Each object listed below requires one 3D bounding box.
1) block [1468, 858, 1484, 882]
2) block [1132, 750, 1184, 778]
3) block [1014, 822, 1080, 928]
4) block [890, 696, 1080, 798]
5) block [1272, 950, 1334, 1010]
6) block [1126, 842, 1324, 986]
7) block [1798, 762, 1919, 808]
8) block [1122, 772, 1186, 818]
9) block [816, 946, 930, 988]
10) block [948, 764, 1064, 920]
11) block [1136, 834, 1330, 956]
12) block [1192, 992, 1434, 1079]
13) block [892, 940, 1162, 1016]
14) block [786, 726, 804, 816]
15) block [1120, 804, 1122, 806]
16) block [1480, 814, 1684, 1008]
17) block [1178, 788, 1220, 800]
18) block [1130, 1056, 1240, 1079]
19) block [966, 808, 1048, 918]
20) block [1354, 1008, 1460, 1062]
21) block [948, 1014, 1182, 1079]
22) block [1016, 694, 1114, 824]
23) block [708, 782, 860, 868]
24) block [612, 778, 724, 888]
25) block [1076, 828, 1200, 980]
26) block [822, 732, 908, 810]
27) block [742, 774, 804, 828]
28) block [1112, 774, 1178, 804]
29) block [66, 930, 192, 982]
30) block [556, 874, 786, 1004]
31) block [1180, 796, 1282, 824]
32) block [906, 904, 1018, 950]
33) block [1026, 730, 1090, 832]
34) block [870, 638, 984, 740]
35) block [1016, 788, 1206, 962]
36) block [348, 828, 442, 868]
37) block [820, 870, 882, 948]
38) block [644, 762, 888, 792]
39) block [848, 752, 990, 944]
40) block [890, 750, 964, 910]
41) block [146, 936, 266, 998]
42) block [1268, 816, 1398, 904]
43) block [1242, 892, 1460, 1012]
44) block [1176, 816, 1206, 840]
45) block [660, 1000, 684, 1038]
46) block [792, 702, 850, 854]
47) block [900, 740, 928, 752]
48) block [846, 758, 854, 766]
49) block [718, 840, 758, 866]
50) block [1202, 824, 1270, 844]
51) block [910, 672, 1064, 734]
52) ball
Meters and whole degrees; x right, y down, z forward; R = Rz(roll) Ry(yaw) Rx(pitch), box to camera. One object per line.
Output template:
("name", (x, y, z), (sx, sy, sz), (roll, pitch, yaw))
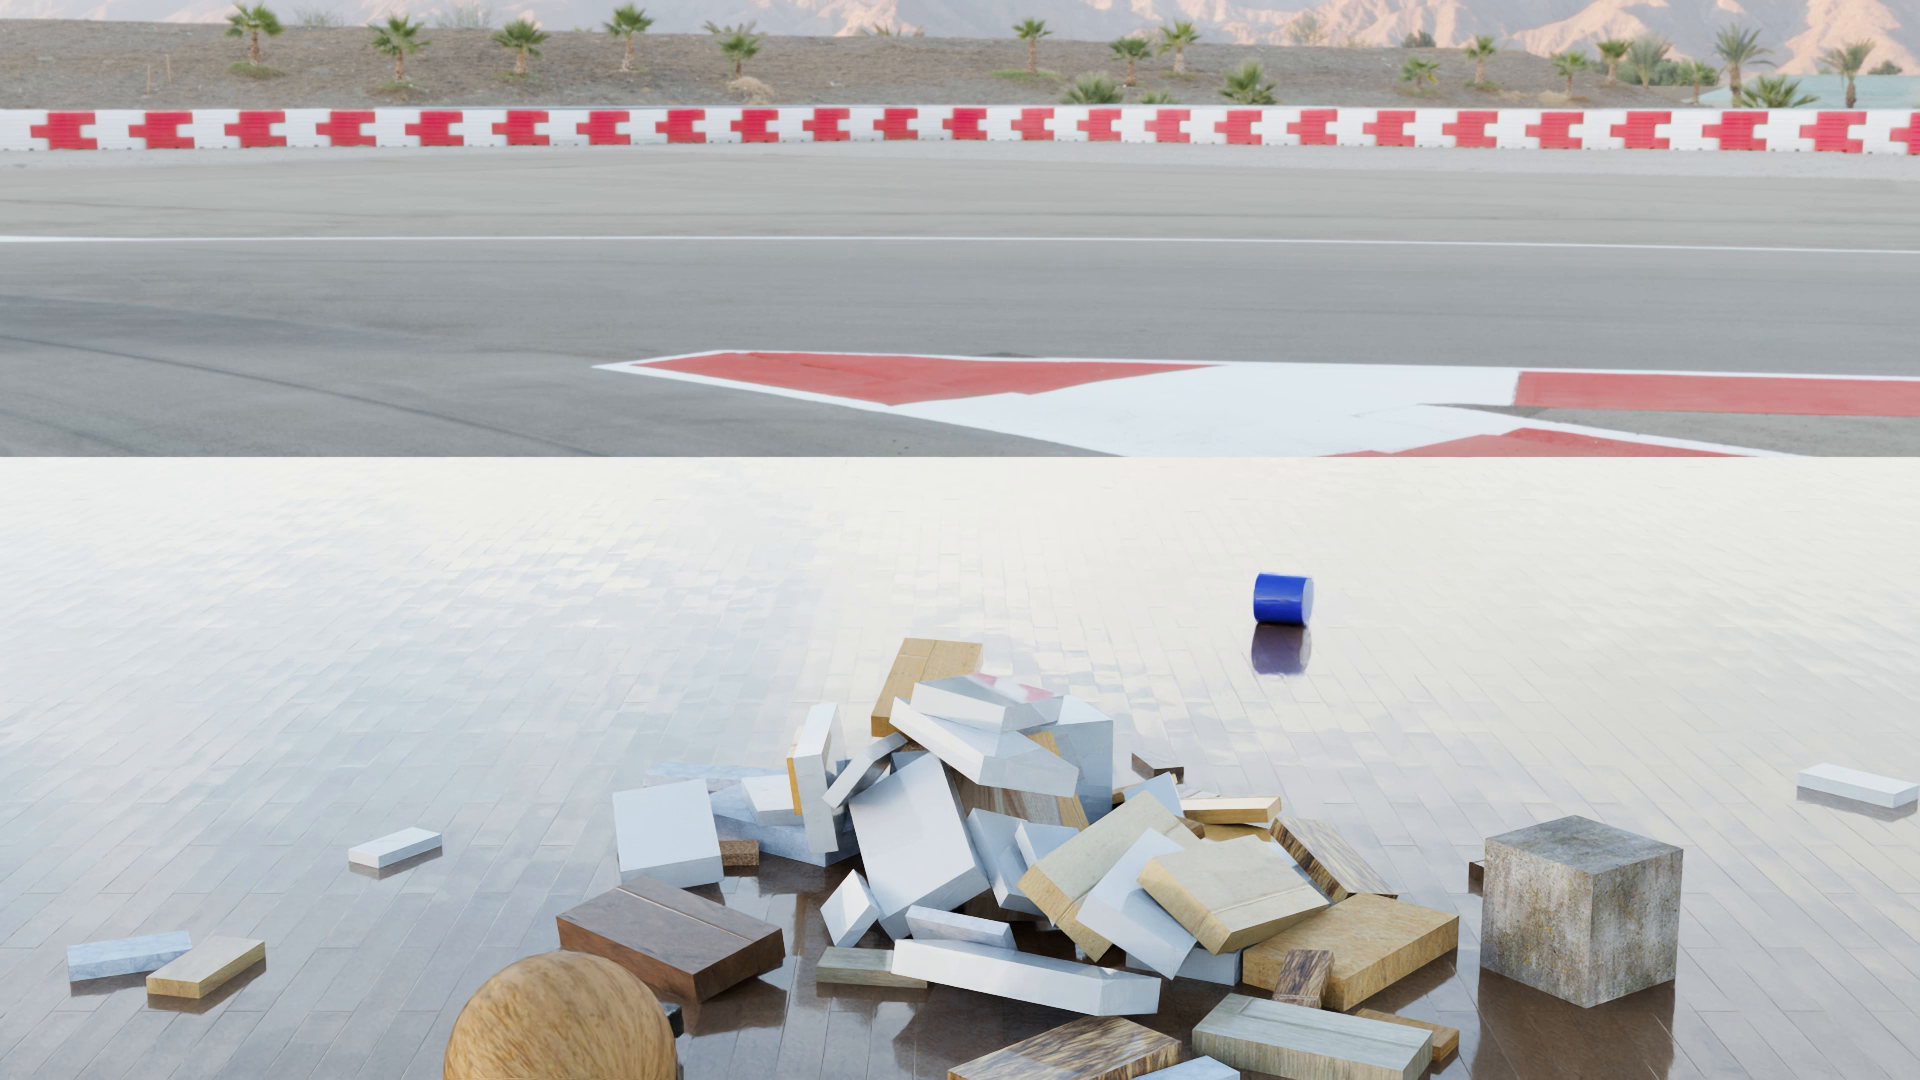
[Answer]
("block", (0.976, 0.560, 3.757), (0.193, 0.027, 0.097), (-6, 12, -30))
("block", (0.394, 0.446, 4.393), (0.063, 0.018, 0.126), (-3, 11, -16))
("block", (0.166, 0.529, 3.459), (0.103, 0.029, 0.206), (9, 32, -25))
("block", (0.033, 0.344, 3.701), (0.167, 0.047, 0.448), (10, 4, -21))
("block", (0.491, 0.643, 3.166), (0.067, 0.019, 0.134), (-3, 32, 26))
("block", (0.447, 0.589, 3.538), (0.173, 0.049, 0.525), (5, 12, 26))
("block", (1.728, 0.471, 4.232), (0.097, 0.027, 0.194), (-9, 14, -39))
("block", (0.352, 0.486, 3.953), (0.093, 0.026, 0.185), (-24, 20, 5))
("block", (-0.126, 0.644, 3.314), (0.168, 0.024, 0.084), (2, 11, 9))
("block", (0.082, 0.491, 3.646), (0.176, 0.050, 0.351), (1, 33, -8))
("block", (0.421, 0.538, 3.357), (0.165, 0.047, 0.329), (42, 22, 27))
("block", (0.482, 0.691, 3.011), (0.294, 0.042, 0.147), (5, 12, 27))
("block", (0.094, 0.627, 3.161), (0.346, 0.049, 0.173), (4, -7, 34))
("block", (-0.277, 0.408, 3.926), (0.030, 0.104, 0.209), (-7, 10, 3))
("block", (0.350, 0.487, 4.117), (0.064, 0.018, 0.128), (-17, 1, 29))
("block", (0.933, 0.554, 3.309), (0.203, 0.203, 0.203), (-7, 13, -34))
("block", (0.386, 0.507, 4.069), (0.063, 0.018, 0.270), (8, 13, 35))
("block", (0.298, 0.720, 2.918), (0.134, 0.019, 0.067), (-7, 13, -34))
("block", (0.086, 0.514, 3.505), (0.103, 0.029, 0.206), (17, 27, -27))
("block", (0.616, 0.690, 3.073), (0.143, 0.020, 0.072), (7, 12, 32))
("block", (0.142, 0.706, 2.929), (0.294, 0.042, 0.147), (-10, 14, -42))
("block", (0.157, 0.413, 4.095), (0.193, 0.193, 0.193), (-4, 11, -19))
("block", (-0.321, 0.510, 3.964), (0.343, 0.049, 0.171), (8, 13, 35))
("block", (-0.509, 0.512, 3.813), (0.167, 0.047, 0.335), (-8, 18, -9))
("block", (0.303, 0.545, 3.328), (0.165, 0.047, 0.329), (31, 19, 13))
("block", (-0.161, 0.398, 3.830), (0.029, 0.103, 0.406), (39, 4, 6))
("block", (-0.329, 0.469, 3.972), (0.104, 0.030, 0.209), (-2, 11, -13))
("block", (0.341, 0.470, 4.143), (0.126, 0.018, 0.063), (-17, 1, 20))
("block", (-1.268, 0.635, 3.361), (0.176, 0.025, 0.088), (-5, 11, -23))
("block", (-0.446, 0.607, 3.371), (0.343, 0.049, 0.171), (10, 24, 44))
("block", (0.478, 0.488, 3.970), (0.185, 0.026, 0.093), (-4, 6, 24))
("block", (0.005, 0.607, 3.346), (0.168, 0.084, 0.024), (6, 41, 29))
("block", (0.150, 0.451, 3.894), (0.109, 0.219, 0.031), (-7, -25, -35))
("block", (-0.059, 0.283, 4.192), (0.157, 0.044, 0.313), (4, 26, 10))
("block", (0.257, 0.522, 3.477), (0.165, 0.047, 0.489), (43, 22, 14))
("block", (-0.994, 0.541, 3.874), (0.074, 0.021, 0.149), (7, 12, 32))
("block", (-0.174, 0.586, 3.473), (0.024, 0.084, 0.168), (40, 1, -15))
("block", (-0.371, 0.467, 4.261), (0.480, 0.025, 0.088), (2, 11, 12))
("block", (-0.071, 0.492, 3.581), (0.175, 0.050, 0.351), (-31, 28, 4))
("block", (0.001, 0.485, 3.733), (0.175, 0.050, 0.351), (-3, 34, -13))
("block", (-1.135, 0.643, 3.316), (0.088, 0.025, 0.176), (3, 11, 14))
("block", (0.617, 0.535, 3.642), (0.109, 0.031, 0.219), (8, 23, -31))
("block", (0.600, 0.623, 3.357), (0.173, 0.049, 0.346), (9, 14, 40))
("block", (0.331, 0.507, 3.827), (0.093, 0.026, 0.185), (-24, 17, -30))
("block", (-0.518, 0.691, 2.947), (0.147, 0.042, 0.294), (6, 17, 28))
("block", (-0.239, 0.414, 3.868), (0.049, 0.171, 0.343), (-9, 10, 3))
("block", (-0.048, 0.416, 4.057), (0.157, 0.044, 0.313), (-3, 32, -5))
("block", (-0.188, 0.454, 4.048), (0.018, 0.064, 0.128), (-9, -26, 4))
("block", (-0.426, 0.547, 3.841), (0.148, 0.021, 0.074), (-1, 11, -5))
("block", (0.431, 0.542, 3.843), (0.109, 0.031, 0.259), (8, 13, 37))
("block", (0.052, 0.286, 3.885), (0.167, 0.047, 0.335), (14, 4, 19))
("ball", (-0.481, 0.637, 2.654), (0.278, 0.278, 0.278), (0, 11, 0))
